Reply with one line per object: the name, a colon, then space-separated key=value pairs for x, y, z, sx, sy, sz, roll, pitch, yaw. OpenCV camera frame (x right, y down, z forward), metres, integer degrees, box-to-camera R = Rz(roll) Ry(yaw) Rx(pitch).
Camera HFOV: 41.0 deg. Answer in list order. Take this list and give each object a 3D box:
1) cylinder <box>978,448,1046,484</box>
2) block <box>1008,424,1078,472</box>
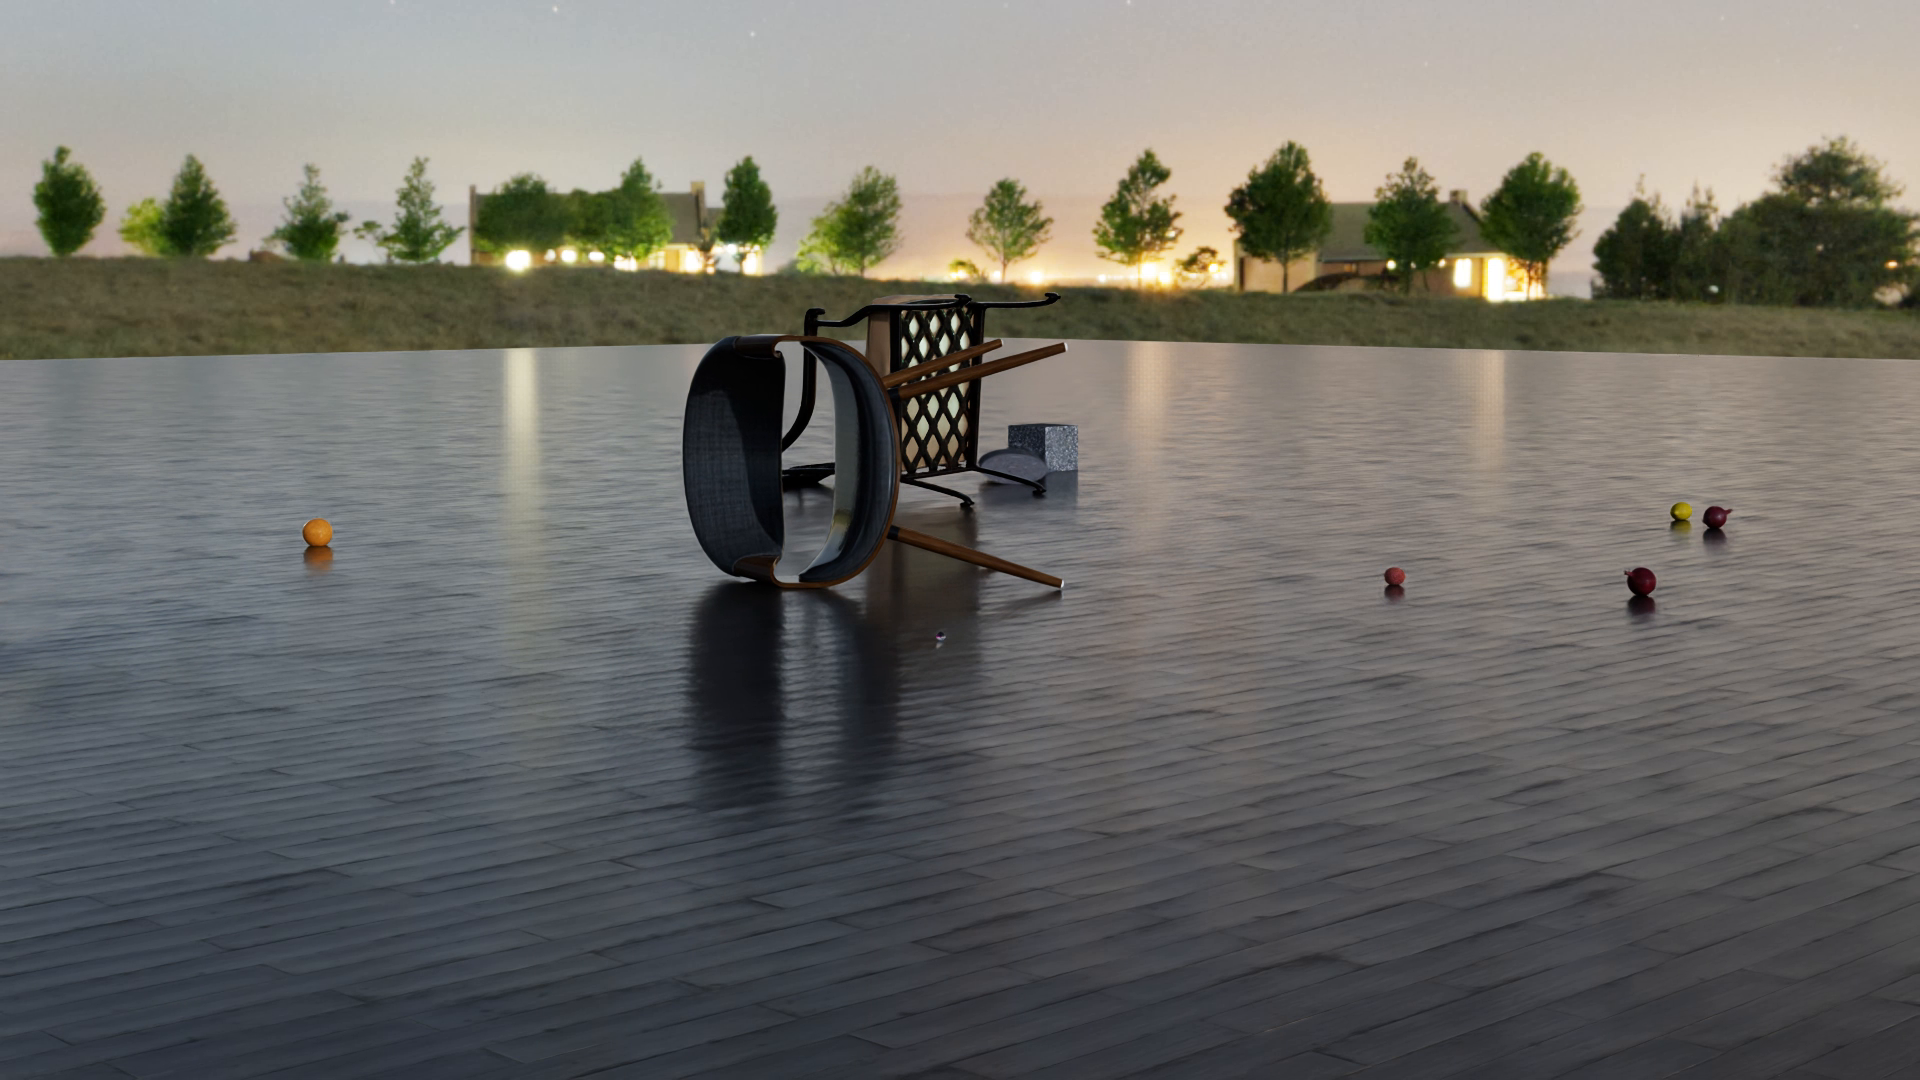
cylinder: x=0.168 y=-0.237 z=8.238 sx=0.210 sy=0.096 sz=0.226 roll=2 pitch=6 yaw=-2
block: x=0.283 y=-0.315 z=8.735 sx=0.170 sy=0.151 sz=0.167 roll=6 pitch=8 yaw=44
